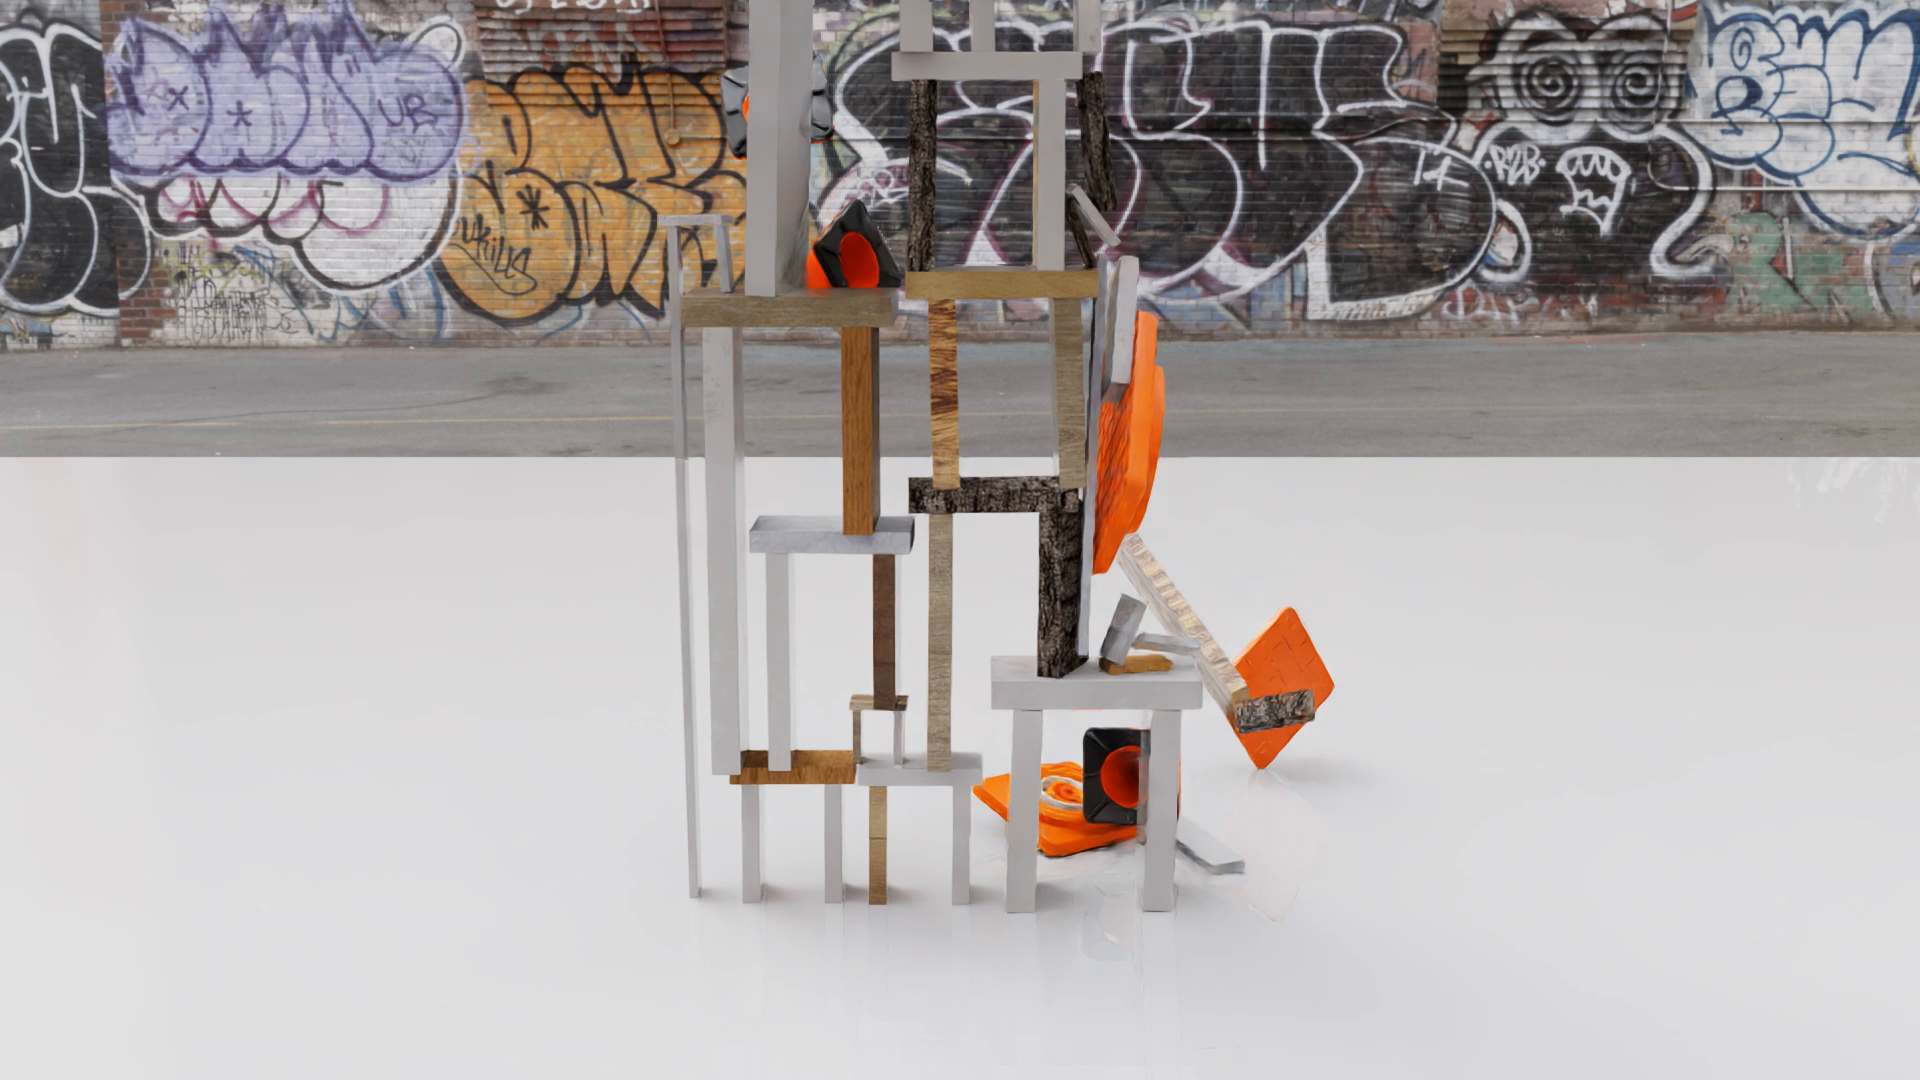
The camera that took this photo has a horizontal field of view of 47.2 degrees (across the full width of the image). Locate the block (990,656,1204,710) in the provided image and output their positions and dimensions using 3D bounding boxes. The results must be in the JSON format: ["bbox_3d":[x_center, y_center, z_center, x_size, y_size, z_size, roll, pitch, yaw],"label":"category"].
[{"bbox_3d":[0.219,0.233,3.598,0.338,0.048,0.169,0,10,0],"label":"block"}]

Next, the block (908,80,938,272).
[{"bbox_3d":[-0.059,-0.571,3.449,0.041,0.291,0.145,1,10,-1],"label":"block"}]

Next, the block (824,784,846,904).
[{"bbox_3d":[-0.208,0.489,3.654,0.029,0.203,0.102,0,11,0],"label":"block"}]

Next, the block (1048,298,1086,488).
[{"bbox_3d":[0.172,-0.242,3.521,0.042,0.299,0.149,-2,10,-1],"label":"block"}]

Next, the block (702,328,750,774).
[{"bbox_3d":[-0.376,0.008,3.547,0.046,0.722,0.163,0,12,0],"label":"block"}]

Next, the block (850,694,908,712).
[{"bbox_3d":[-0.132,0.266,3.594,0.093,0.013,0.046,1,12,3],"label":"block"}]

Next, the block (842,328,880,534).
[{"bbox_3d":[-0.157,-0.185,3.499,0.046,0.326,0.163,1,12,2],"label":"block"}]

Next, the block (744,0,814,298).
[{"bbox_3d":[-0.275,-0.737,3.385,0.049,0.709,0.172,5,13,12],"label":"block"}]

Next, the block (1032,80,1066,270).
[{"bbox_3d":[0.139,-0.573,3.456,0.041,0.291,0.145,0,10,-2],"label":"block"}]

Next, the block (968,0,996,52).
[{"bbox_3d":[0.031,-0.875,3.393,0.034,0.242,0.121,-2,11,-1],"label":"block"}]

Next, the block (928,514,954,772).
[{"bbox_3d":[-0.032,0.155,3.578,0.038,0.422,0.134,1,11,0],"label":"block"}]

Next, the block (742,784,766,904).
[{"bbox_3d":[-0.343,0.489,3.654,0.029,0.203,0.102,0,11,0],"label":"block"}]

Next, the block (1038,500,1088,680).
[{"bbox_3d":[0.169,0.078,3.565,0.038,0.268,0.134,5,12,23],"label":"block"}]

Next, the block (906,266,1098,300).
[{"bbox_3d":[0.063,-0.409,3.485,0.299,0.042,0.149,-1,10,-2],"label":"block"}]

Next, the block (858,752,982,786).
[{"bbox_3d":[-0.065,0.377,3.622,0.203,0.029,0.102,0,11,0],"label":"block"}]

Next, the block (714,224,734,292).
[{"bbox_3d":[-0.371,-0.444,3.459,0.015,0.104,0.052,-5,11,3],"label":"block"}]

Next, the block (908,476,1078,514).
[{"bbox_3d":[0.051,-0.074,3.542,0.268,0.038,0.134,0,10,-1],"label":"block"}]

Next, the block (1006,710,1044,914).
[{"bbox_3d":[0.106,0.425,3.628,0.048,0.338,0.169,2,11,1],"label":"block"}]

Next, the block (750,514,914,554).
[{"bbox_3d":[-0.204,-0.009,3.543,0.255,0.036,0.127,1,12,2],"label":"block"}]

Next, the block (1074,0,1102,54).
[{"bbox_3d":[0.197,-0.876,3.397,0.034,0.242,0.121,0,10,-1],"label":"block"}]

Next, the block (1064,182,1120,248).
[{"bbox_3d":[0.207,-0.510,3.451,0.016,0.112,0.056,-38,19,2],"label":"block"}]

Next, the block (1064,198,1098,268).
[{"bbox_3d":[0.188,-0.486,3.474,0.016,0.113,0.056,-22,10,2],"label":"block"}]

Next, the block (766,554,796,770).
[{"bbox_3d":[-0.291,0.184,3.588,0.036,0.361,0.127,0,12,0],"label":"block"}]

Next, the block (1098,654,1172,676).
[{"bbox_3d":[0.286,0.203,3.588,0.107,0.015,0.054,-3,12,-18],"label":"block"}]

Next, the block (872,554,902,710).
[{"bbox_3d":[-0.118,0.135,3.567,0.036,0.255,0.127,1,12,3],"label":"block"}]

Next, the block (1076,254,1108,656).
[{"bbox_3d":[0.210,-0.135,3.521,0.016,0.638,0.056,2,5,-2],"label":"block"}]

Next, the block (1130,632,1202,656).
[{"bbox_3d":[0.334,0.169,3.586,0.107,0.015,0.054,8,-18,-24],"label":"block"}]

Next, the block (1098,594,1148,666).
[{"bbox_3d":[0.264,0.145,3.564,0.015,0.107,0.054,20,3,-33],"label":"block"}]

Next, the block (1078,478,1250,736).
[{"bbox_3d":[0.331,0.067,3.856,0.030,0.106,0.727,-24,43,-8],"label":"block"}]

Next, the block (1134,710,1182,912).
[{"bbox_3d":[0.326,0.424,3.634,0.048,0.338,0.169,2,10,0],"label":"block"}]

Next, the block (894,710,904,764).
[{"bbox_3d":[-0.100,0.317,3.607,0.013,0.093,0.046,1,12,3],"label":"block"}]

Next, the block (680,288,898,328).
[{"bbox_3d":[-0.265,-0.367,3.462,0.326,0.046,0.163,0,12,2],"label":"block"}]

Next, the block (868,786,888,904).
[{"bbox_3d":[-0.134,0.490,3.646,0.029,0.203,0.102,1,11,0],"label":"block"}]

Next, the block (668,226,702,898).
[{"bbox_3d":[-0.446,0.046,3.573,0.015,1.105,0.052,0,11,0],"label":"block"}]

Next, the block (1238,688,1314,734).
[{"bbox_3d":[0.506,0.274,3.520,0.122,0.017,0.061,-12,34,16],"label":"block"}]

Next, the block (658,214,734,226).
[{"bbox_3d":[-0.415,-0.504,3.460,0.104,0.015,0.052,1,11,15],"label":"block"}]

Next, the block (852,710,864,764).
[{"bbox_3d":[-0.167,0.317,3.610,0.013,0.093,0.046,1,12,3],"label":"block"}]

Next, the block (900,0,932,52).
[{"bbox_3d":[-0.068,-0.925,3.381,0.049,0.344,0.172,0,11,0],"label":"block"}]

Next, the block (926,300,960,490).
[{"bbox_3d":[-0.027,-0.240,3.515,0.042,0.299,0.149,-2,10,-1],"label":"block"}]

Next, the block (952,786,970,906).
[{"bbox_3d":[0.002,0.491,3.645,0.029,0.203,0.102,1,11,0],"label":"block"}]

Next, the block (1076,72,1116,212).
[{"bbox_3d":[0.214,-0.626,3.466,0.030,0.212,0.106,-7,10,-3],"label":"block"}]

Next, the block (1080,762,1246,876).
[{"bbox_3d":[0.364,0.506,4.061,0.061,0.017,0.630,-9,13,-17],"label":"block"}]

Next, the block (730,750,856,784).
[{"bbox_3d":[-0.274,0.375,3.633,0.203,0.029,0.102,0,11,0],"label":"block"}]

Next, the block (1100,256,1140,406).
[{"bbox_3d":[0.254,-0.333,3.498,0.030,0.212,0.106,7,-15,-5],"label":"block"}]

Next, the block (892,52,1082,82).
[{"bbox_3d":[0.040,-0.736,3.422,0.291,0.041,0.145,0,10,-1],"label":"block"}]
